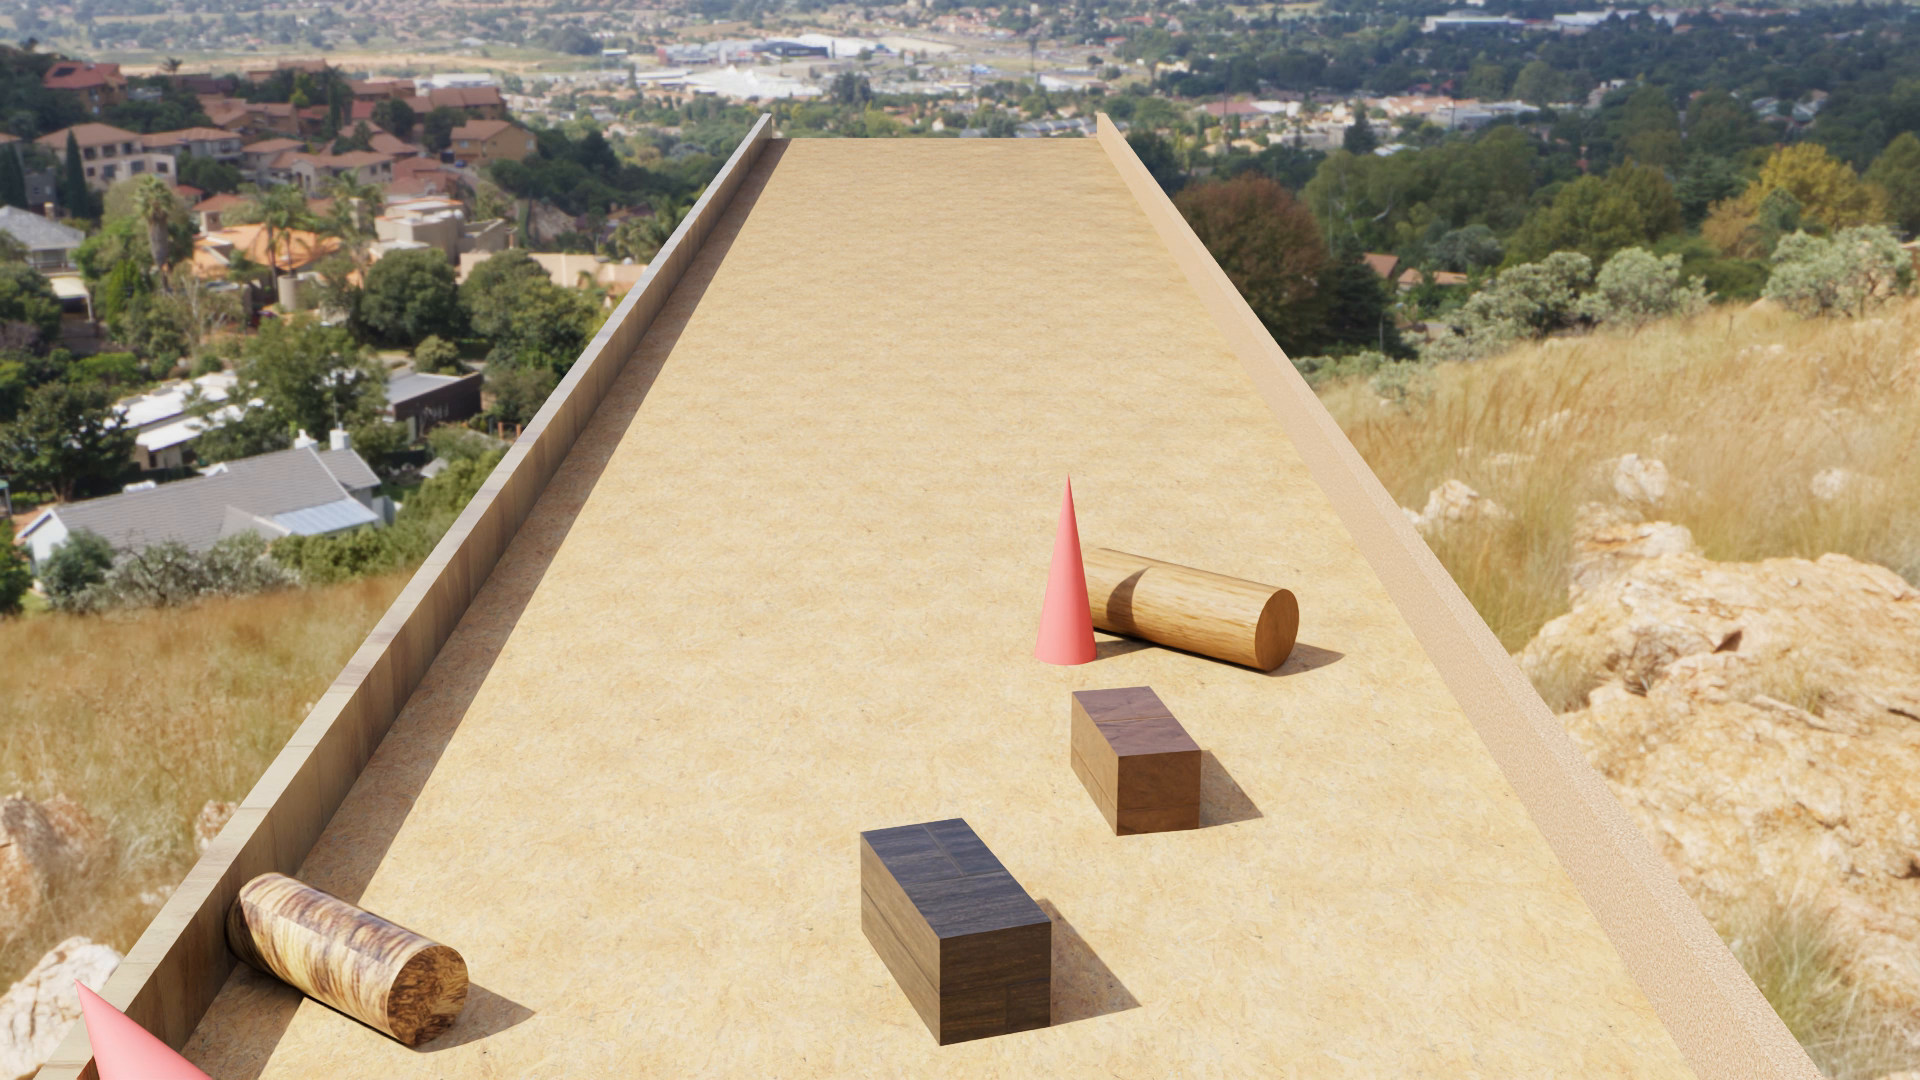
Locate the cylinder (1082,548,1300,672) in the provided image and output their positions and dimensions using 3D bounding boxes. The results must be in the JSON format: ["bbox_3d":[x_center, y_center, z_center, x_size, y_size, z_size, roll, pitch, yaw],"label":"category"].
[{"bbox_3d":[0.455,0.138,4.471,0.442,0.166,0.166,13,21,38],"label":"cylinder"}]

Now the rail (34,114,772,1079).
[{"bbox_3d":[-1.118,-0.838,7.780,0.050,0.150,12.000,0,17,-1],"label":"rail"}]

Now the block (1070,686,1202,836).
[{"bbox_3d":[0.294,0.371,3.733,0.141,0.141,0.305,-3,17,-11],"label":"block"}]

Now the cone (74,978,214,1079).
[{"bbox_3d":[-0.967,0.632,2.596,0.180,0.180,0.381,-15,40,-41],"label":"cone"}]

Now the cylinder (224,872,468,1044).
[{"bbox_3d":[-0.855,0.576,3.052,0.367,0.136,0.136,13,21,37],"label":"cylinder"}]

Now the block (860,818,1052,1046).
[{"bbox_3d":[-0.012,0.546,3.112,0.159,0.159,0.363,-6,17,-18],"label":"block"}]

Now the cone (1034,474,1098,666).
[{"bbox_3d":[0.214,0.048,4.392,0.128,0.384,0.128,0,17,0],"label":"cone"}]

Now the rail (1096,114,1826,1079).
[{"bbox_3d":[0.932,-0.844,7.801,0.050,0.150,12.000,0,17,-1],"label":"rail"}]
